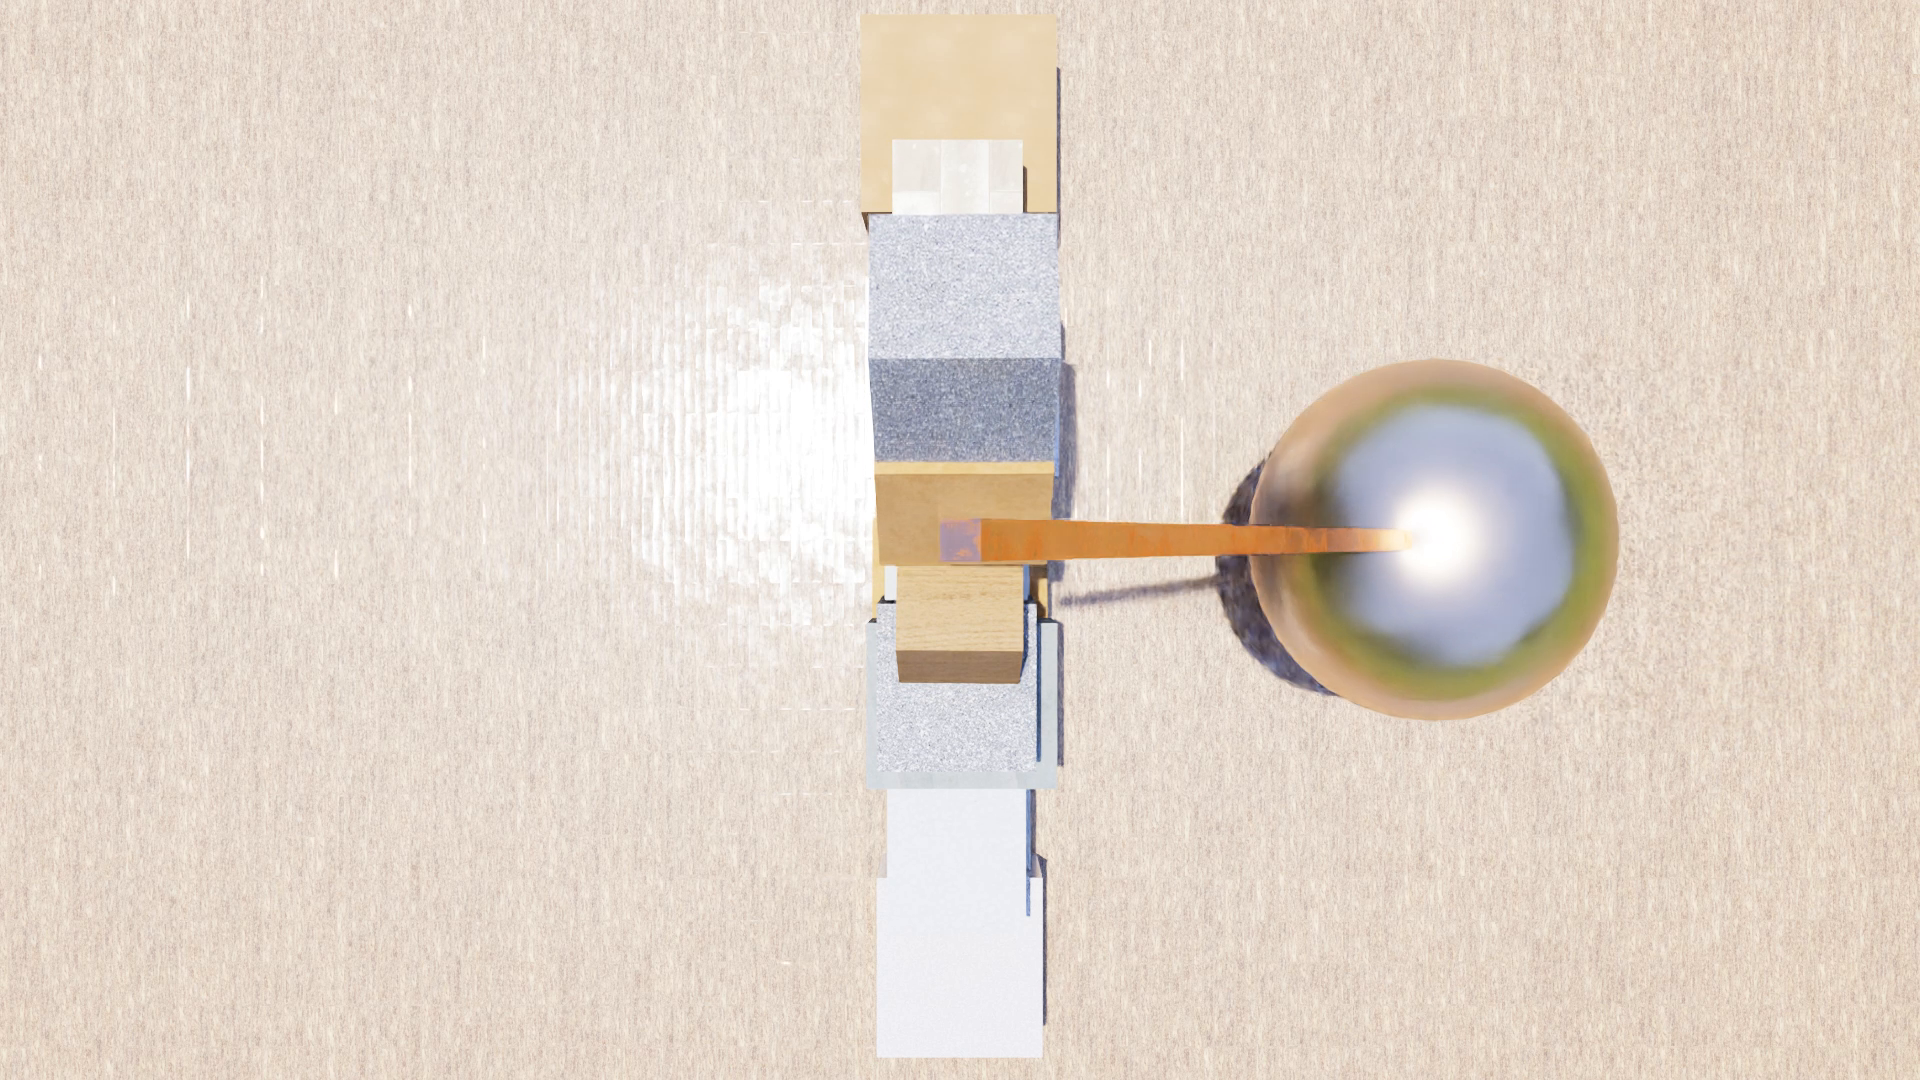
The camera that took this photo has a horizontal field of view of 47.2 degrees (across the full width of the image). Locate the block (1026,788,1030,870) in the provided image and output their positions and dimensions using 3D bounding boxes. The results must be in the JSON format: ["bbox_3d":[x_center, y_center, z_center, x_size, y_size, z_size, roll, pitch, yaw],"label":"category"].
[{"bbox_3d":[0.008,1.397,12.638,0.771,0.725,0.887,0,90,0],"label":"block"}]

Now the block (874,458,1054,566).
[{"bbox_3d":[0.012,-0.400,9.320,0.722,0.834,0.721,0,63,0],"label":"block"}]

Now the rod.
[{"bbox_3d":[0.899,0.000,6.496,0.080,5.200,0.080,0,90,20],"label":"rod"}]

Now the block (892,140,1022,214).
[{"bbox_3d":[-0.012,-1.686,11.511,0.659,0.687,0.701,0,91,0],"label":"block"}]

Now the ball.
[{"bbox_3d":[2.074,0.000,9.687,1.600,1.600,1.600,0,90,0],"label":"ball"}]

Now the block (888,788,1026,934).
[{"bbox_3d":[-0.018,1.655,11.689,0.715,0.706,0.765,0,89,0],"label":"block"}]

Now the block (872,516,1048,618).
[{"bbox_3d":[-0.001,0.408,12.487,0.954,1.027,1.071,0,90,0],"label":"block"}]

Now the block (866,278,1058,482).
[{"bbox_3d":[0.012,-0.825,11.655,0.980,0.988,1.011,0,90,0],"label":"block"}]

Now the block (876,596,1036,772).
[{"bbox_3d":[-0.016,0.688,10.787,0.754,0.785,0.794,0,92,0],"label":"block"}]

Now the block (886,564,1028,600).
[{"bbox_3d":[-0.017,-0.022,10.807,0.677,0.719,0.599,0,91,0],"label":"block"}]

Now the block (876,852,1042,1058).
[{"bbox_3d":[-0.002,2.341,12.520,0.907,0.961,0.983,0,90,0],"label":"block"}]

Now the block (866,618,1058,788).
[{"bbox_3d":[0.009,0.845,11.582,0.971,0.782,0.844,0,90,0],"label":"block"}]

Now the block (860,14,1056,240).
[{"bbox_3d":[-0.007,-2.301,12.427,1.054,1.147,1.064,0,90,0],"label":"block"}]

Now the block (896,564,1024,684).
[{"bbox_3d":[-0.001,0.298,10.042,0.560,0.657,0.583,0,74,0],"label":"block"}]

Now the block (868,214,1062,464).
[{"bbox_3d":[0.014,-0.776,8.594,0.713,0.801,0.641,0,63,0],"label":"block"}]

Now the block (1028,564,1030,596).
[{"bbox_3d":[0.002,0.052,11.573,0.703,0.801,0.724,0,90,0],"label":"block"}]
